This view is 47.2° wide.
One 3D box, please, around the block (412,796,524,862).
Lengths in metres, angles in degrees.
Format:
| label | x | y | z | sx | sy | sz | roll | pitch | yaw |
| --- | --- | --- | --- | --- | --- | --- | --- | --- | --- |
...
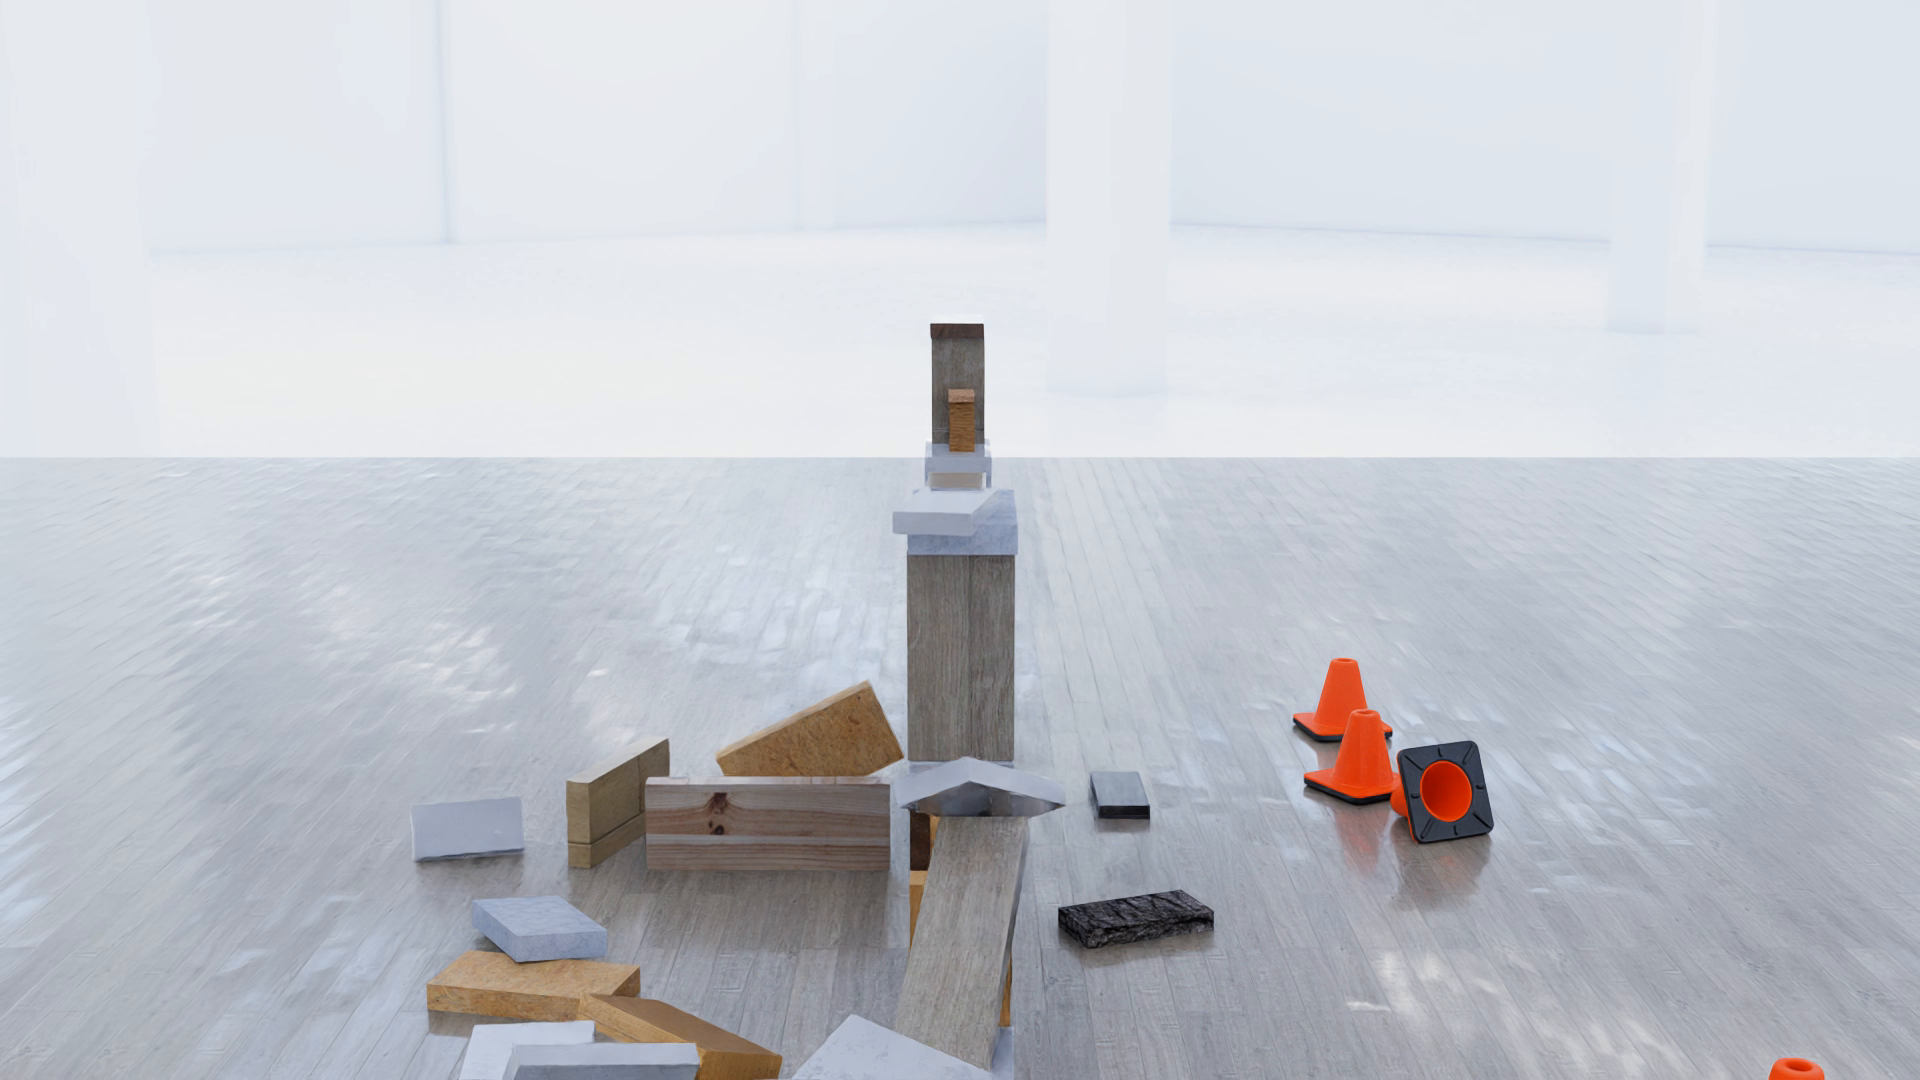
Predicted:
| label | x | y | z | sx | sy | sz | roll | pitch | yaw |
| --- | --- | --- | --- | --- | --- | --- | --- | --- | --- |
| block | -0.863 | 0.506 | 3.857 | 0.187 | 0.094 | 0.027 | -3 | -20 | -15 |

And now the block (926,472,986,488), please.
| label | x | y | z | sx | sy | sz | roll | pitch | yaw |
| --- | --- | --- | --- | --- | --- | --- | --- | --- | --- |
| block | -0.007 | -0.081 | 3.533 | 0.093 | 0.026 | 0.186 | 0 | 11 | 2 |

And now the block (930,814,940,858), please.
| label | x | y | z | sx | sy | sz | roll | pitch | yaw |
| --- | --- | --- | --- | --- | --- | --- | --- | --- | --- |
| block | -0.007 | 0.435 | 3.101 | 0.067 | 0.134 | 0.019 | -1 | -15 | -5 |

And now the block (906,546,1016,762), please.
| label | x | y | z | sx | sy | sz | roll | pitch | yaw |
| --- | --- | --- | --- | --- | --- | --- | --- | --- | --- |
| block | 0.001 | 0.165 | 3.209 | 0.156 | 0.312 | 0.044 | 0 | 10 | -1 |

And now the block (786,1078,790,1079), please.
| label | x | y | z | sx | sy | sz | roll | pitch | yaw |
| --- | --- | --- | --- | --- | --- | --- | --- | --- | --- |
| block | -0.419 | 0.736 | 2.763 | 0.518 | 0.045 | 0.158 | 0 | 11 | -3 |

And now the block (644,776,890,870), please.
| label | x | y | z | sx | sy | sz | roll | pitch | yaw |
| --- | --- | --- | --- | --- | --- | --- | --- | --- | --- |
| block | -0.330 | 0.489 | 3.793 | 0.418 | 0.153 | 0.043 | 0 | 10 | 0 |

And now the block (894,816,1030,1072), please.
| label | x | y | z | sx | sy | sz | roll | pitch | yaw |
| --- | --- | --- | --- | --- | --- | --- | --- | --- | --- |
| block | -0.007 | 0.543 | 2.686 | 0.118 | 0.033 | 0.593 | -2 | 33 | 10 |

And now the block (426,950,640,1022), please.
| label | x | y | z | sx | sy | sz | roll | pitch | yaw |
| --- | --- | --- | --- | --- | --- | --- | --- | --- | --- |
| block | -0.622 | 0.654 | 3.217 | 0.275 | 0.039 | 0.137 | 2 | 11 | 13 |

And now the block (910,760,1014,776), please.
| label | x | y | z | sx | sy | sz | roll | pitch | yaw |
| --- | --- | --- | --- | --- | --- | --- | --- | --- | --- |
| block | 0.002 | 0.320 | 3.347 | 0.151 | 0.043 | 0.302 | 0 | 11 | 0 |

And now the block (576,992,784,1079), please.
| label | x | y | z | sx | sy | sz | roll | pitch | yaw |
| --- | --- | --- | --- | --- | --- | --- | --- | --- | --- |
| block | -0.382 | 0.675 | 2.979 | 0.274 | 0.039 | 0.137 | 10 | -6 | 45 |

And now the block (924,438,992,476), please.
| label | x | y | z | sx | sy | sz | roll | pitch | yaw |
| --- | --- | --- | --- | --- | --- | --- | --- | --- | --- |
| block | -0.004 | -0.158 | 4.182 | 0.124 | 0.035 | 0.248 | 0 | 11 | 0 |

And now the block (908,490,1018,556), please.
| label | x | y | z | sx | sy | sz | roll | pitch | yaw |
| --- | --- | --- | --- | --- | --- | --- | --- | --- | --- |
| block | 0.005 | -0.029 | 3.275 | 0.156 | 0.044 | 0.312 | 0 | 10 | 0 |

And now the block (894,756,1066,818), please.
| label | x | y | z | sx | sy | sz | roll | pitch | yaw |
| --- | --- | --- | --- | --- | --- | --- | --- | --- | --- |
| block | 0.030 | 0.342 | 2.955 | 0.118 | 0.033 | 0.236 | -23 | -26 | 28 |

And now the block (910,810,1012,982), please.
| label | x | y | z | sx | sy | sz | roll | pitch | yaw |
| --- | --- | --- | --- | --- | --- | --- | --- | --- | --- |
| block | 0.001 | 0.509 | 3.279 | 0.151 | 0.302 | 0.043 | 0 | 11 | -1 |

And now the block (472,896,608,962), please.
| label | x | y | z | sx | sy | sz | roll | pitch | yaw |
| --- | --- | --- | --- | --- | --- | --- | --- | --- | --- |
| block | -0.651 | 0.598 | 3.395 | 0.137 | 0.039 | 0.275 | 1 | 2 | -26 |

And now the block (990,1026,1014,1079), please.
| label | x | y | z | sx | sy | sz | roll | pitch | yaw |
| --- | --- | --- | --- | --- | --- | --- | --- | --- | --- |
| block | -0.005 | 0.694 | 2.620 | 0.136 | 0.039 | 0.272 | 1 | 34 | 2 |

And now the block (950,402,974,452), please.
| label | x | y | z | sx | sy | sz | roll | pitch | yaw |
| --- | --- | --- | --- | --- | --- | --- | --- | --- | --- |
| block | 0.004 | -0.213 | 4.120 | 0.047 | 0.095 | 0.013 | 0 | 11 | 0 |

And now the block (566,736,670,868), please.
| label | x | y | z | sx | sy | sz | roll | pitch | yaw |
| --- | --- | --- | --- | --- | --- | --- | --- | --- | --- |
| block | -0.607 | 0.464 | 3.928 | 0.043 | 0.153 | 0.307 | 4 | 11 | 19 |

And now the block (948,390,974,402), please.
| label | x | y | z | sx | sy | sz | roll | pitch | yaw |
| --- | --- | --- | --- | --- | --- | --- | --- | --- | --- |
| block | 0.003 | -0.272 | 4.141 | 0.047 | 0.013 | 0.095 | 0 | 11 | -1 |

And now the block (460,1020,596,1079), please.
| label | x | y | z | sx | sy | sz | roll | pitch | yaw |
| --- | --- | --- | --- | --- | --- | --- | --- | --- | --- |
| block | -0.547 | 0.690 | 2.763 | 0.157 | 0.045 | 0.315 | -1 | 11 | -6 |

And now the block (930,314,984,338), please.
| label | x | y | z | sx | sy | sz | roll | pitch | yaw |
| --- | --- | --- | --- | --- | --- | --- | --- | --- | --- |
| block | -0.005 | -0.416 | 4.273 | 0.102 | 0.029 | 0.204 | 0 | 11 | 1 |

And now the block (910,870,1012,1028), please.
| label | x | y | z | sx | sy | sz | roll | pitch | yaw |
| --- | --- | --- | --- | --- | --- | --- | --- | --- | --- |
| block | 0.001 | 0.577 | 2.988 | 0.136 | 0.272 | 0.039 | 0 | 22 | 0 |

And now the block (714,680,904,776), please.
| label | x | y | z | sx | sy | sz | roll | pitch | yaw |
| --- | --- | --- | --- | --- | --- | --- | --- | --- | --- |
| block | -0.273 | 0.391 | 4.004 | 0.307 | 0.153 | 0.043 | -25 | 16 | -3 |

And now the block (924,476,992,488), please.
| label | x | y | z | sx | sy | sz | roll | pitch | yaw |
| --- | --- | --- | --- | --- | --- | --- | --- | --- | --- |
| block | -0.004 | -0.004 | 4.126 | 0.124 | 0.248 | 0.035 | 0 | 10 | 0 |

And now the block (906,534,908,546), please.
| label | x | y | z | sx | sy | sz | roll | pitch | yaw |
| --- | --- | --- | --- | --- | --- | --- | --- | --- | --- |
| block | -0.003 | 0.130 | 3.398 | 0.156 | 0.312 | 0.044 | 0 | 11 | 0 |

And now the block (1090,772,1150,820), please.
| label | x | y | z | sx | sy | sz | roll | pitch | yaw |
| --- | --- | --- | --- | --- | --- | --- | --- | --- | --- |
| block | 0.302 | 0.483 | 4.171 | 0.094 | 0.027 | 0.219 | 0 | 11 | -1 |

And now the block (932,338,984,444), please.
| label | x | y | z | sx | sy | sz | roll | pitch | yaw |
| --- | --- | --- | --- | --- | --- | --- | --- | --- | --- |
| block | -0.004 | -0.288 | 4.226 | 0.102 | 0.204 | 0.029 | 0 | 11 | -1 |

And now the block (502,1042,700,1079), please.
| label | x | y | z | sx | sy | sz | roll | pitch | yaw |
| --- | --- | --- | --- | --- | --- | --- | --- | --- | --- |
| block | -0.430 | 0.644 | 2.598 | 0.221 | 0.111 | 0.031 | 6 | 35 | -27 |

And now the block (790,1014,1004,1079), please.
| label | x | y | z | sx | sy | sz | roll | pitch | yaw |
| --- | --- | --- | --- | --- | --- | --- | --- | --- | --- |
| block | -0.063 | 0.628 | 2.502 | 0.236 | 0.033 | 0.118 | 15 | 39 | 32 |

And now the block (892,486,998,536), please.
| label | x | y | z | sx | sy | sz | roll | pitch | yaw |
| --- | --- | --- | --- | --- | --- | --- | --- | --- | --- |
| block | -0.019 | -0.042 | 3.140 | 0.111 | 0.031 | 0.221 | 2 | 11 | 11 |

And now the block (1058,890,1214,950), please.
| label | x | y | z | sx | sy | sz | roll | pitch | yaw |
| --- | --- | --- | --- | --- | --- | --- | --- | --- | --- |
| block | 0.281 | 0.604 | 3.507 | 0.221 | 0.031 | 0.111 | -4 | 11 | -22 |
